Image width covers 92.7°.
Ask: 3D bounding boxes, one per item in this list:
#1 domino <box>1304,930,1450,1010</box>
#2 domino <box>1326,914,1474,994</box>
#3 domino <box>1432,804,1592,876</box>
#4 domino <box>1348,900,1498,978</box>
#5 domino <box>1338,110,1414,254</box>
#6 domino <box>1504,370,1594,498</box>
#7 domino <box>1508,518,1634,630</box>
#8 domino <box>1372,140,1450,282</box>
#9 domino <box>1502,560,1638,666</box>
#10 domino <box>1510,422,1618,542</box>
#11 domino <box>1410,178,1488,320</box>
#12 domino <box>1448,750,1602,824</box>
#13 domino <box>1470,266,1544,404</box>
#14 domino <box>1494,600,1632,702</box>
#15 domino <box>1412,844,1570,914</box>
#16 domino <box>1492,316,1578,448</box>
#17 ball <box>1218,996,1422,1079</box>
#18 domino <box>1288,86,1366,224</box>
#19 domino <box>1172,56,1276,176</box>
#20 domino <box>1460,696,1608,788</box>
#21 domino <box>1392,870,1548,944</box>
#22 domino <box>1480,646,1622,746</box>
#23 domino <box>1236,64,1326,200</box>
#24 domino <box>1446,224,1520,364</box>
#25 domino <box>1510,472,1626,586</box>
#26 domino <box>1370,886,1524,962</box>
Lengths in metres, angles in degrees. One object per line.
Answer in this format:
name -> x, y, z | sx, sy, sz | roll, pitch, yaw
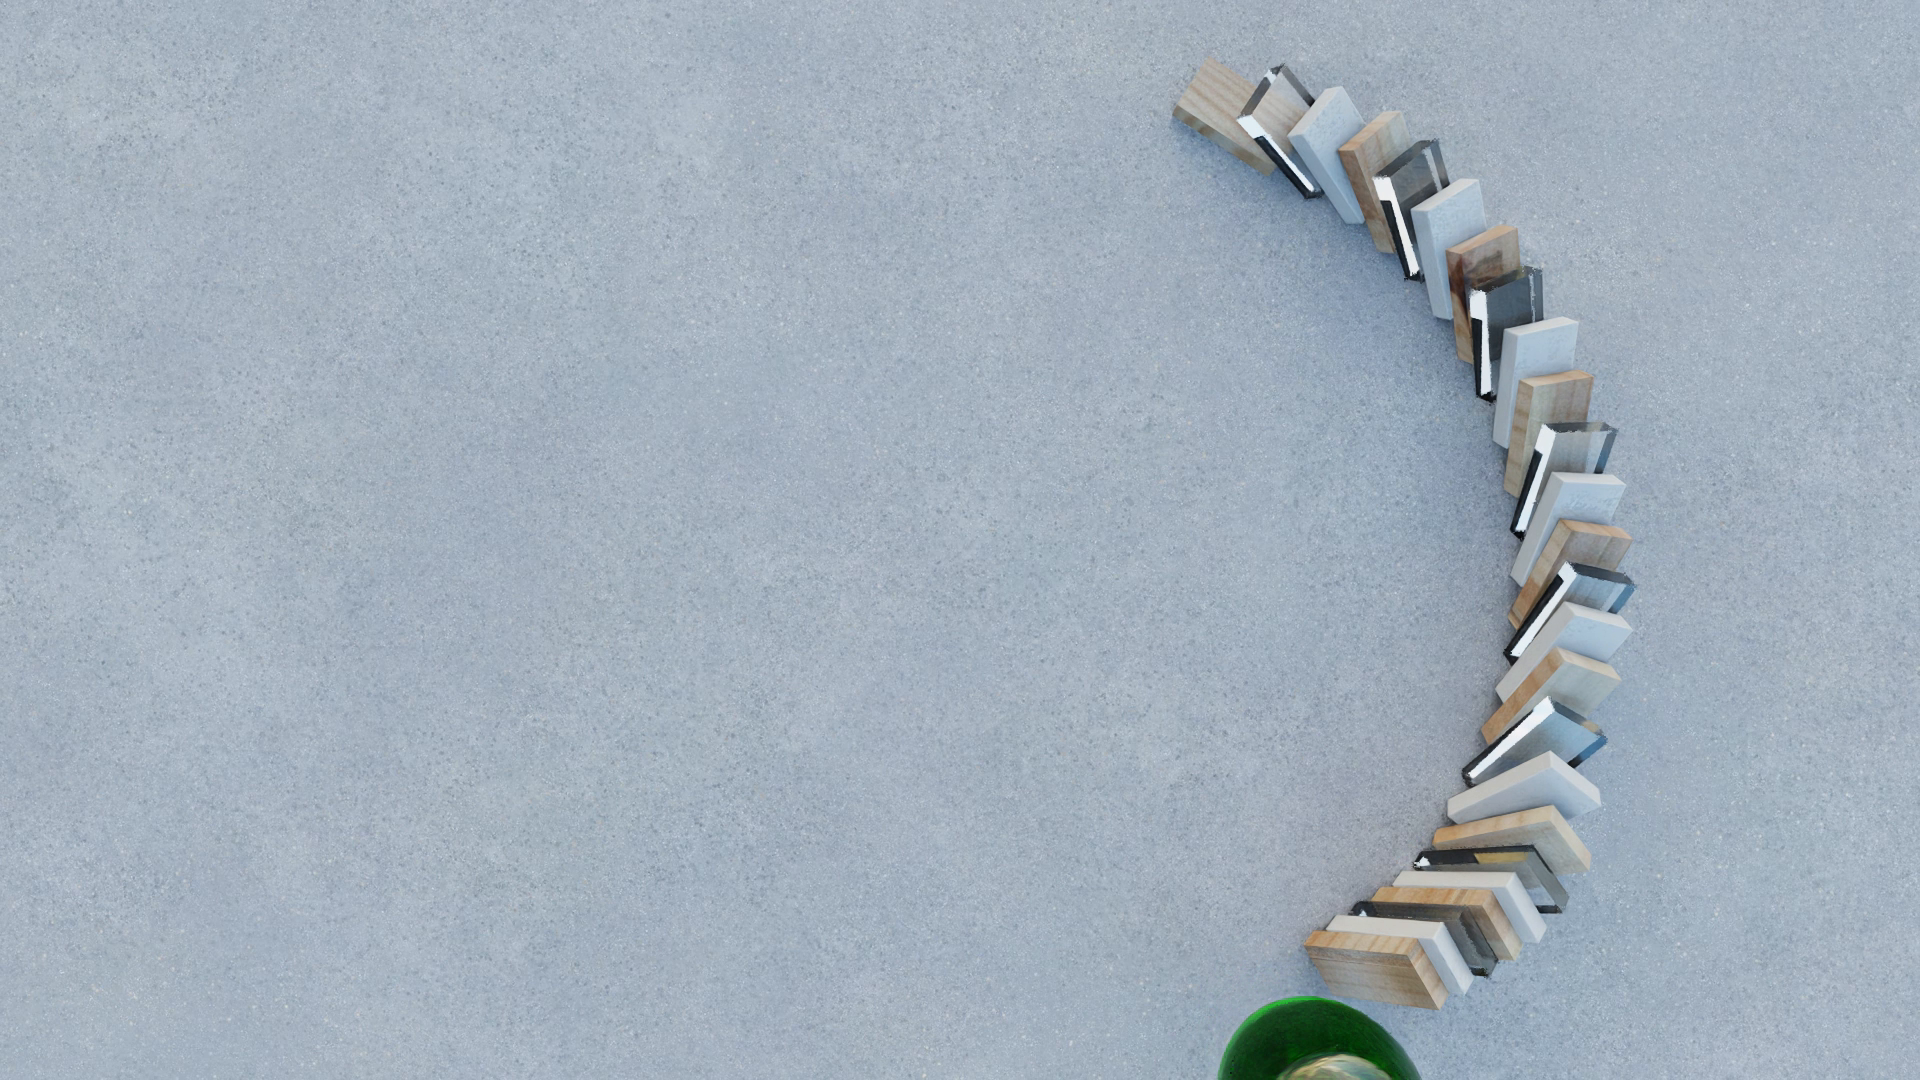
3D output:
domino -> 0.170, 0.176, 0.377 | 0.009, 0.050, 0.025 | -30, 90, -35
domino -> 0.180, 0.169, 0.377 | 0.010, 0.050, 0.025 | -30, 91, -35
domino -> 0.227, 0.128, 0.379 | 0.025, 0.050, 0.010 | 53, 46, 0
domino -> 0.189, 0.163, 0.377 | 0.009, 0.050, 0.025 | -30, 90, -35
domino -> 0.179, -0.149, 0.383 | 0.025, 0.009, 0.050 | -40, 120, -1
domino -> 0.246, -0.044, 0.384 | 0.025, 0.010, 0.050 | -10, 118, 0
domino -> 0.254, 0.017, 0.383 | 0.025, 0.009, 0.050 | 8, 121, 0
domino -> 0.193, -0.137, 0.383 | 0.025, 0.009, 0.050 | -38, 120, -2
domino -> 0.253, 0.034, 0.382 | 0.025, 0.009, 0.050 | 12, 123, -2
domino -> 0.252, -0.024, 0.383 | 0.025, 0.009, 0.050 | -2, 120, -1
domino -> 0.207, -0.121, 0.383 | 0.025, 0.009, 0.050 | -32, 119, -3
domino -> 0.232, 0.109, 0.380 | 0.025, 0.009, 0.050 | 38, 132, 0
domino -> 0.229, -0.085, 0.383 | 0.025, 0.009, 0.050 | -23, 119, -1
domino -> 0.250, 0.050, 0.381 | 0.025, 0.009, 0.050 | 14, 123, -4
domino -> 0.217, 0.140, 0.377 | 0.009, 0.050, 0.025 | -35, 90, -35
domino -> 0.240, -0.065, 0.384 | 0.025, 0.009, 0.050 | -12, 118, -1
ball -> 0.142, 0.224, 0.360 | 0.080, 0.080, 0.080 | 0, 90, 0
domino -> 0.161, -0.160, 0.384 | 0.050, 0.010, 0.025 | 39, 90, -28
domino -> 0.120, -0.182, 0.395 | 0.050, 0.010, 0.025 | 33, 90, 0
domino -> 0.239, 0.091, 0.383 | 0.025, 0.009, 0.050 | 30, 122, 0
domino -> 0.208, 0.150, 0.377 | 0.010, 0.050, 0.025 | -30, 90, -35
domino -> 0.245, 0.069, 0.382 | 0.025, 0.009, 0.050 | 19, 123, -3
domino -> 0.141, -0.170, 0.385 | 0.050, 0.009, 0.025 | 34, 90, -26
domino -> 0.221, -0.102, 0.384 | 0.025, 0.010, 0.050 | -25, 119, 0
domino -> 0.254, -0.003, 0.383 | 0.025, 0.009, 0.050 | 3, 120, 0
domino -> 0.199, 0.157, 0.377 | 0.010, 0.050, 0.025 | -30, 90, -35
